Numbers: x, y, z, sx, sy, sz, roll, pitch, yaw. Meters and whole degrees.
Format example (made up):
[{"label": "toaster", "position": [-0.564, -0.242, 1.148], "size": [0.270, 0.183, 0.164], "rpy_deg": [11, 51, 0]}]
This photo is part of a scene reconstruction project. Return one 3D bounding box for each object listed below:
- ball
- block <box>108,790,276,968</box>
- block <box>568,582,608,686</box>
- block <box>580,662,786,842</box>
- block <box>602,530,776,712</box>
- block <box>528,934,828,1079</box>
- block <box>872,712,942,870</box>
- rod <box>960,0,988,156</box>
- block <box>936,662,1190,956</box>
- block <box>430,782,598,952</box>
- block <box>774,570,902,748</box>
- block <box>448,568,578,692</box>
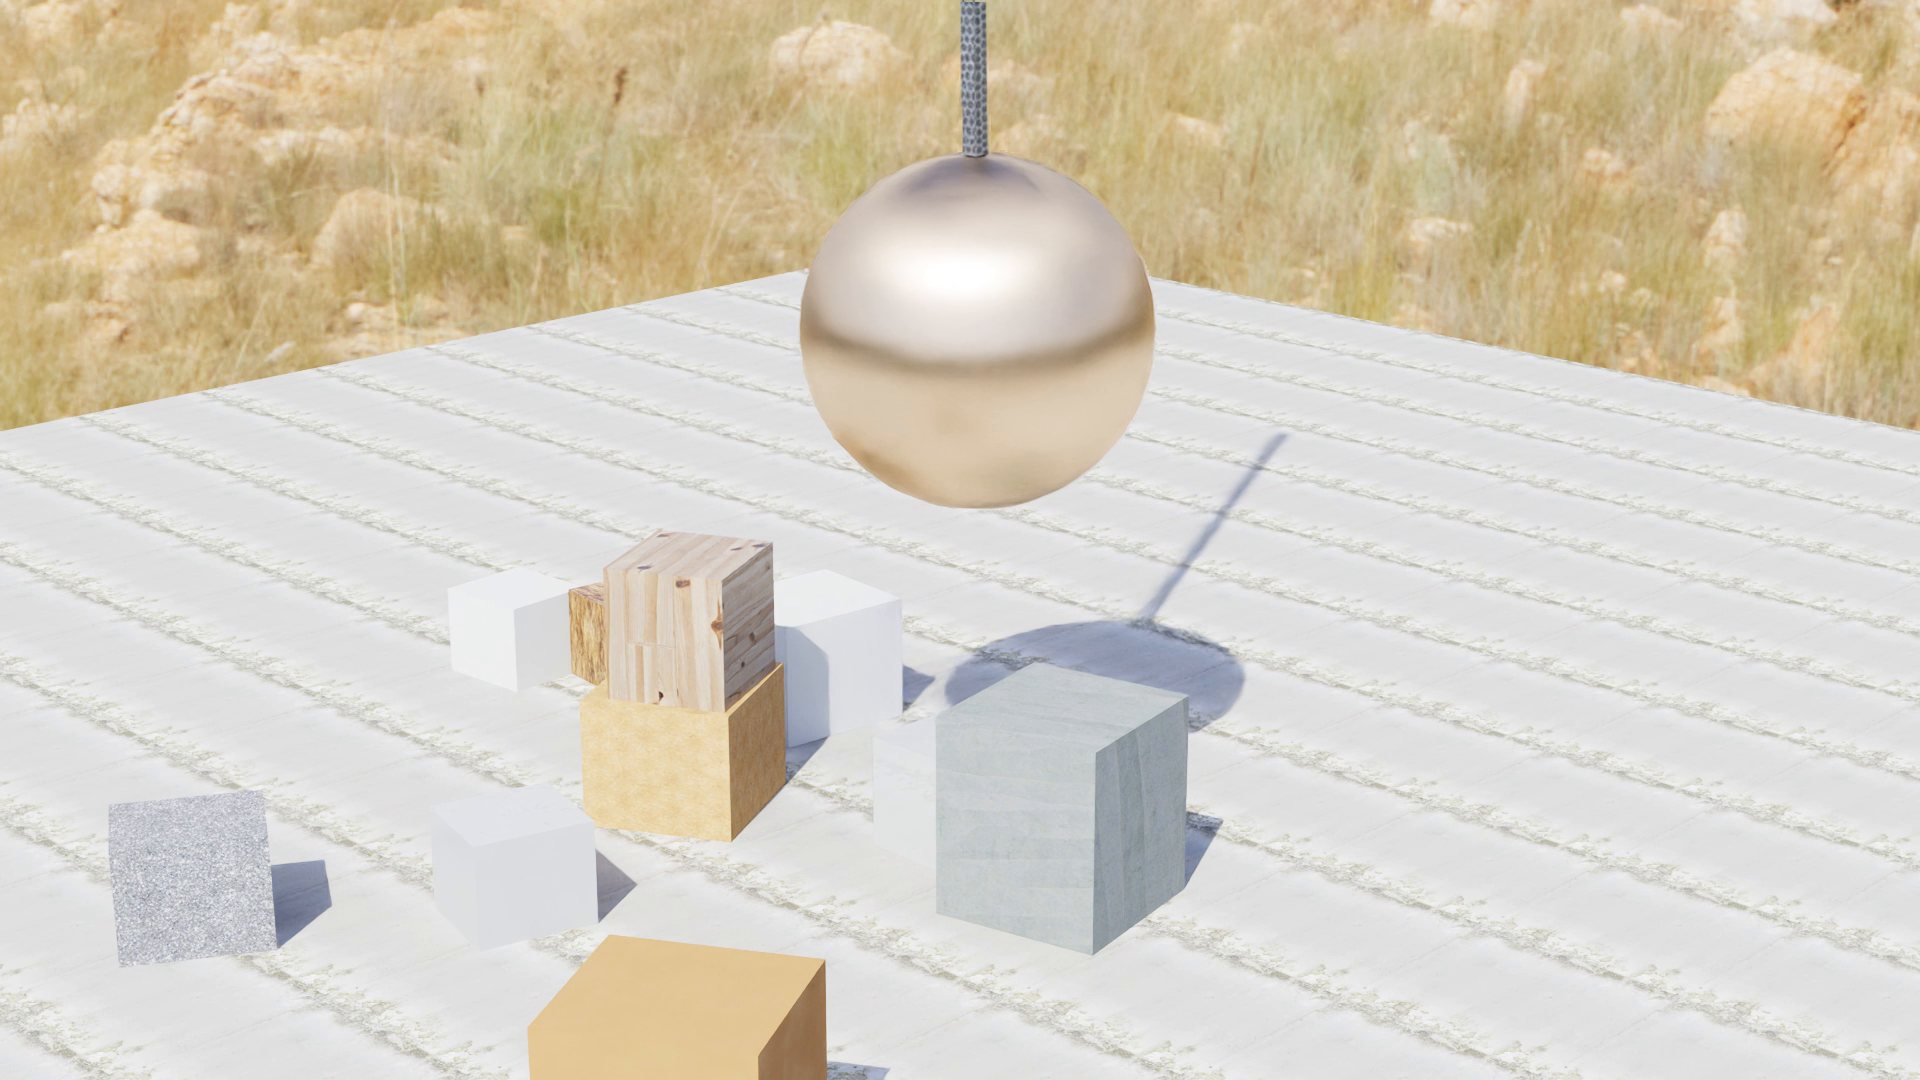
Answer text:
[{"label": "ball", "position": [0.077, -0.934, 13.128], "size": [1.600, 1.600, 1.600], "rpy_deg": [0, 17, 0]}, {"label": "block", "position": [-3.344, 1.468, 12.773], "size": [0.658, 0.540, 0.530], "rpy_deg": [-5, 18, -15]}, {"label": "block", "position": [-1.768, 0.515, 15.898], "size": [0.482, 0.485, 0.528], "rpy_deg": [-14, 22, -37]}, {"label": "block", "position": [-1.328, 0.982, 14.169], "size": [0.746, 0.631, 0.772], "rpy_deg": [5, 18, 15]}, {"label": "block", "position": [-1.280, 0.378, 13.953], "size": [0.597, 0.650, 0.635], "rpy_deg": [6, 18, 18]}, {"label": "block", "position": [-1.001, 2.005, 10.612], "size": [0.846, 0.810, 0.786], "rpy_deg": [4, 18, 14]}, {"label": "block", "position": [-0.010, 1.168, 13.722], "size": [0.580, 0.542, 0.538], "rpy_deg": [-17, 24, -42]}, {"label": "rod", "position": [0.033, -4.164, 12.068], "size": [0.080, 5.200, 0.080], "rpy_deg": [17, 25, 42]}, {"label": "block", "position": [0.456, 1.176, 13.037], "size": [0.805, 0.939, 0.827], "rpy_deg": [11, 20, 31]}, {"label": "block", "position": [-1.972, 1.436, 12.959], "size": [0.561, 0.490, 0.525], "rpy_deg": [-10, 20, -29]}, {"label": "block", "position": [-0.796, 0.609, 15.333], "size": [0.746, 0.645, 0.646], "rpy_deg": [-14, 22, -38]}, {"label": "block", "position": [-2.416, 0.484, 16.024], "size": [0.541, 0.469, 0.504], "rpy_deg": [15, 23, 39]}]
